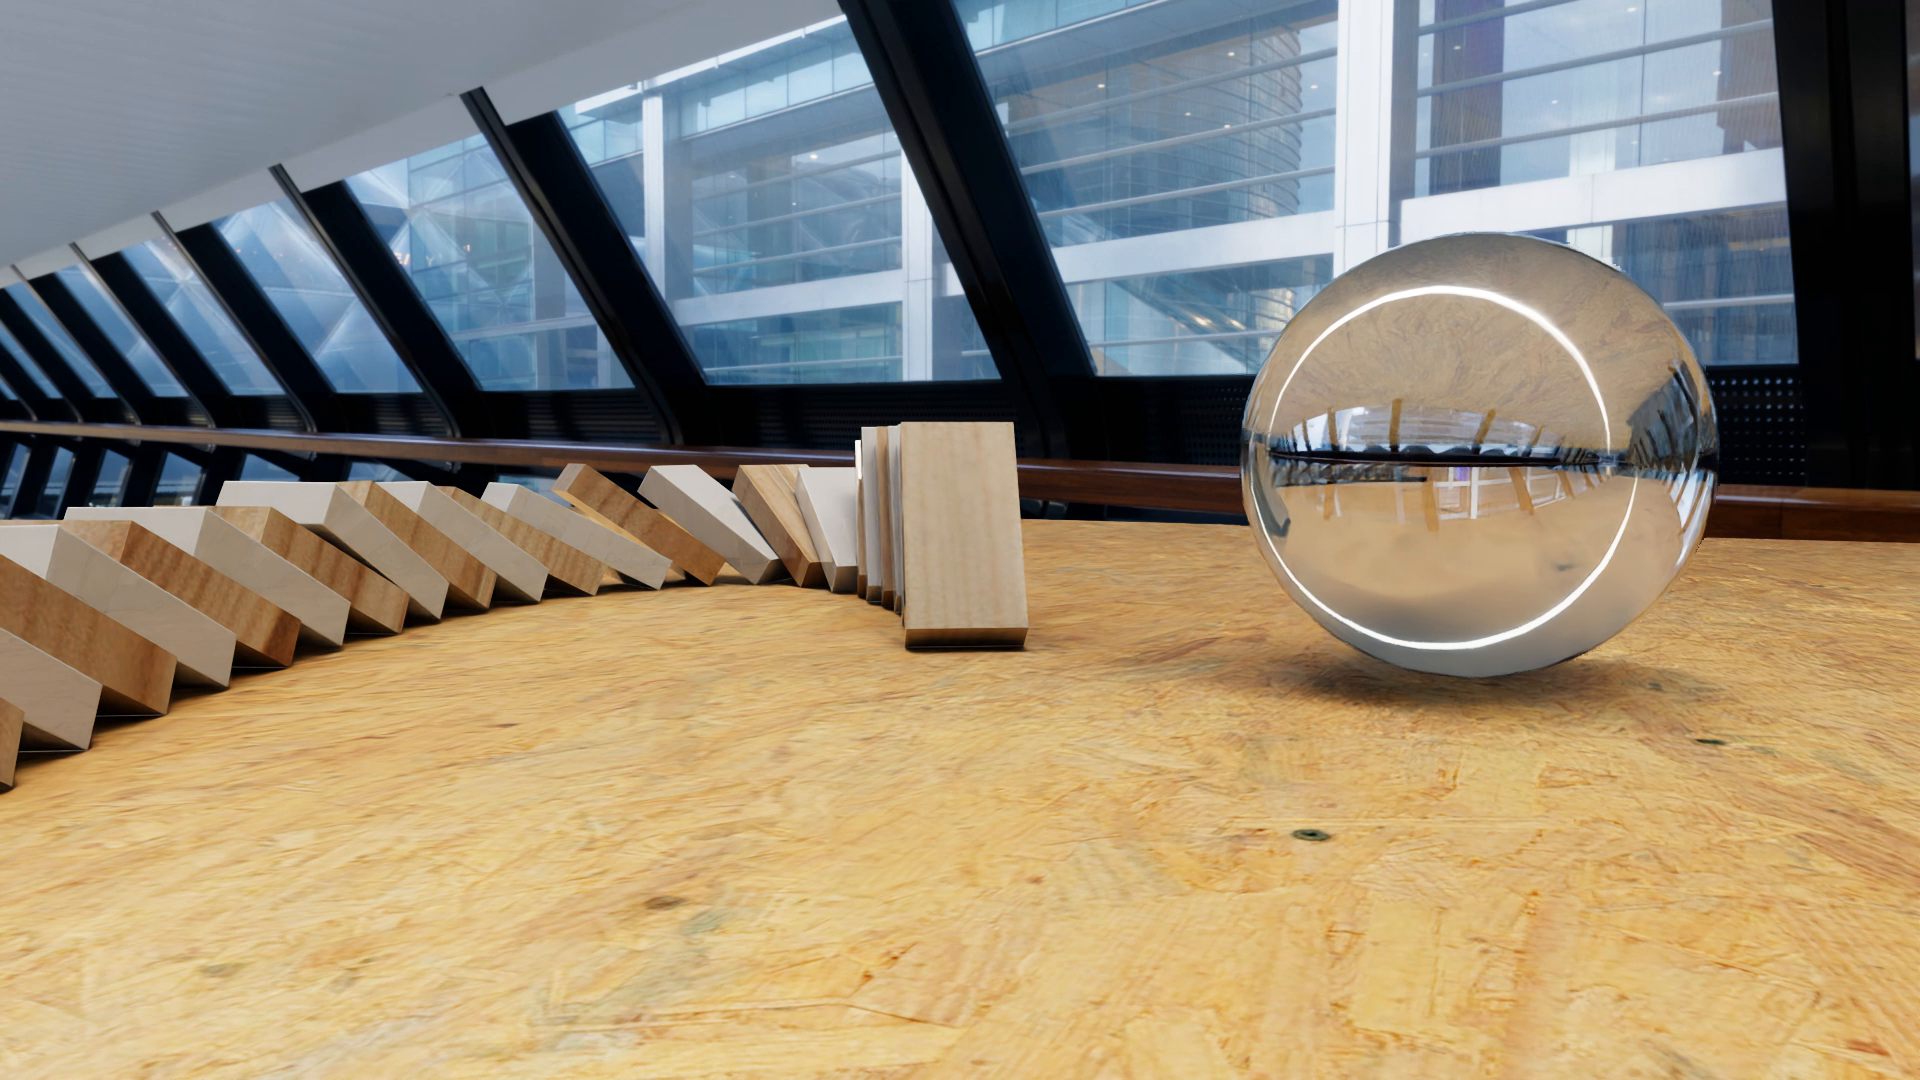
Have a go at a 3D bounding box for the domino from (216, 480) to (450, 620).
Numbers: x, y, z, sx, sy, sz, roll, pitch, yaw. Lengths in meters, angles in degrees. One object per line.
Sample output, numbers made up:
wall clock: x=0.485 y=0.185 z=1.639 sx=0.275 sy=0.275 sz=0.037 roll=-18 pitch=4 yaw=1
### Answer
domino: x=-0.138 y=0.003 z=0.285 sx=0.025 sy=0.009 sz=0.050 roll=1 pitch=-26 yaw=8

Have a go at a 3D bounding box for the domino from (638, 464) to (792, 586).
domino: x=-0.074 y=-0.005 z=0.402 sx=0.050 sy=0.009 sz=0.025 roll=37 pitch=16 yaw=15

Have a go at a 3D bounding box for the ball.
ball: x=0.091 y=-0.015 z=0.232 sx=0.080 sy=0.080 sz=0.080 roll=0 pitch=4 yaw=0

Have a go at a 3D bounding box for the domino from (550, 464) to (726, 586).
domino: x=-0.096 y=-0.005 z=0.383 sx=0.050 sy=0.009 sz=0.025 roll=37 pitch=-14 yaw=-25

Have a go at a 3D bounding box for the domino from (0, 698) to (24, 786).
domino: x=-0.125 y=0.016 z=0.134 sx=0.025 sy=0.009 sz=0.050 roll=-2 pitch=-23 yaw=-11

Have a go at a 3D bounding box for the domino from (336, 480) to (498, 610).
domino: x=-0.136 y=0.002 z=0.305 sx=0.025 sy=0.010 sz=0.050 roll=-2 pitch=-26 yaw=15

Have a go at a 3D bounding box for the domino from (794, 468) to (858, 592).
domino: x=-0.032 y=-0.004 z=0.387 sx=0.025 sy=0.010 sz=0.050 roll=-2 pitch=37 yaw=-22

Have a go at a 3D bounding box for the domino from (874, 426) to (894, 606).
domino: x=-0.009 y=-0.007 z=0.344 sx=0.025 sy=0.050 sz=0.010 roll=-1 pitch=-28 yaw=-7

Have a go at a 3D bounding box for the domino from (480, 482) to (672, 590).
domino: x=-0.111 y=-0.001 z=0.369 sx=0.050 sy=0.009 sz=0.025 roll=31 pitch=-15 yaw=-35

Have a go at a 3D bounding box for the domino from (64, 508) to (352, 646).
domino: x=-0.141 y=0.008 z=0.243 sx=0.025 sy=0.009 sz=0.050 roll=0 pitch=-22 yaw=4

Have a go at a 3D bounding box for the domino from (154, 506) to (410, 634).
domino: x=-0.140 y=0.007 z=0.267 sx=0.025 sy=0.009 sz=0.050 roll=1 pitch=-22 yaw=9

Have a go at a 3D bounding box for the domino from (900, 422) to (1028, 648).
domino: x=0.000 y=-0.002 z=0.277 sx=0.025 sy=0.050 sz=0.009 roll=0 pitch=-28 yaw=-5

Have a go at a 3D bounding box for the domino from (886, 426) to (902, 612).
domino: x=-0.006 y=-0.006 z=0.334 sx=0.025 sy=0.050 sz=0.010 roll=-1 pitch=-28 yaw=-7

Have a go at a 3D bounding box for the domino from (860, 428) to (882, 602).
domino: x=-0.014 y=-0.008 z=0.355 sx=0.025 sy=0.050 sz=0.010 roll=-1 pitch=-28 yaw=-8

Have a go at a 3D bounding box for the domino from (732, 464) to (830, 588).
domino: x=-0.049 y=-0.005 z=0.400 sx=0.025 sy=0.009 sz=0.050 roll=-3 pitch=39 yaw=-38

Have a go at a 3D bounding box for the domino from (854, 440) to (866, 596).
domino: x=-0.017 y=-0.007 z=0.370 sx=0.025 sy=0.050 sz=0.009 roll=0 pitch=-39 yaw=-7

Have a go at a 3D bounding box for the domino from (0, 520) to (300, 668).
domino: x=-0.141 y=0.011 z=0.223 sx=0.025 sy=0.009 sz=0.050 roll=0 pitch=-22 yaw=4

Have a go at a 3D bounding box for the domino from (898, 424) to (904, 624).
domino: x=-0.002 y=-0.004 z=0.311 sx=0.025 sy=0.050 sz=0.009 roll=0 pitch=-28 yaw=-5

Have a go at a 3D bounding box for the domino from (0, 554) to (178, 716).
domino: x=-0.136 y=0.014 z=0.179 sx=0.025 sy=0.009 sz=0.050 roll=0 pitch=-22 yaw=-5

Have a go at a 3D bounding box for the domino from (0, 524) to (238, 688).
domino: x=-0.139 y=0.012 z=0.200 sx=0.025 sy=0.010 sz=0.050 roll=-1 pitch=-22 yaw=-2

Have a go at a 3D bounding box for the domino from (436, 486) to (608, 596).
domino: x=-0.125 y=0.000 z=0.351 sx=0.025 sy=0.009 sz=0.050 roll=4 pitch=-22 yaw=41

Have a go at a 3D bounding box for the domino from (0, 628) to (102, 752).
domino: x=-0.132 y=0.015 z=0.156 sx=0.025 sy=0.009 sz=0.050 roll=0 pitch=-24 yaw=-5

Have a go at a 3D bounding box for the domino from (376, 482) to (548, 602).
domino: x=-0.130 y=0.001 z=0.325 sx=0.025 sy=0.009 sz=0.050 roll=0 pitch=-26 yaw=19
